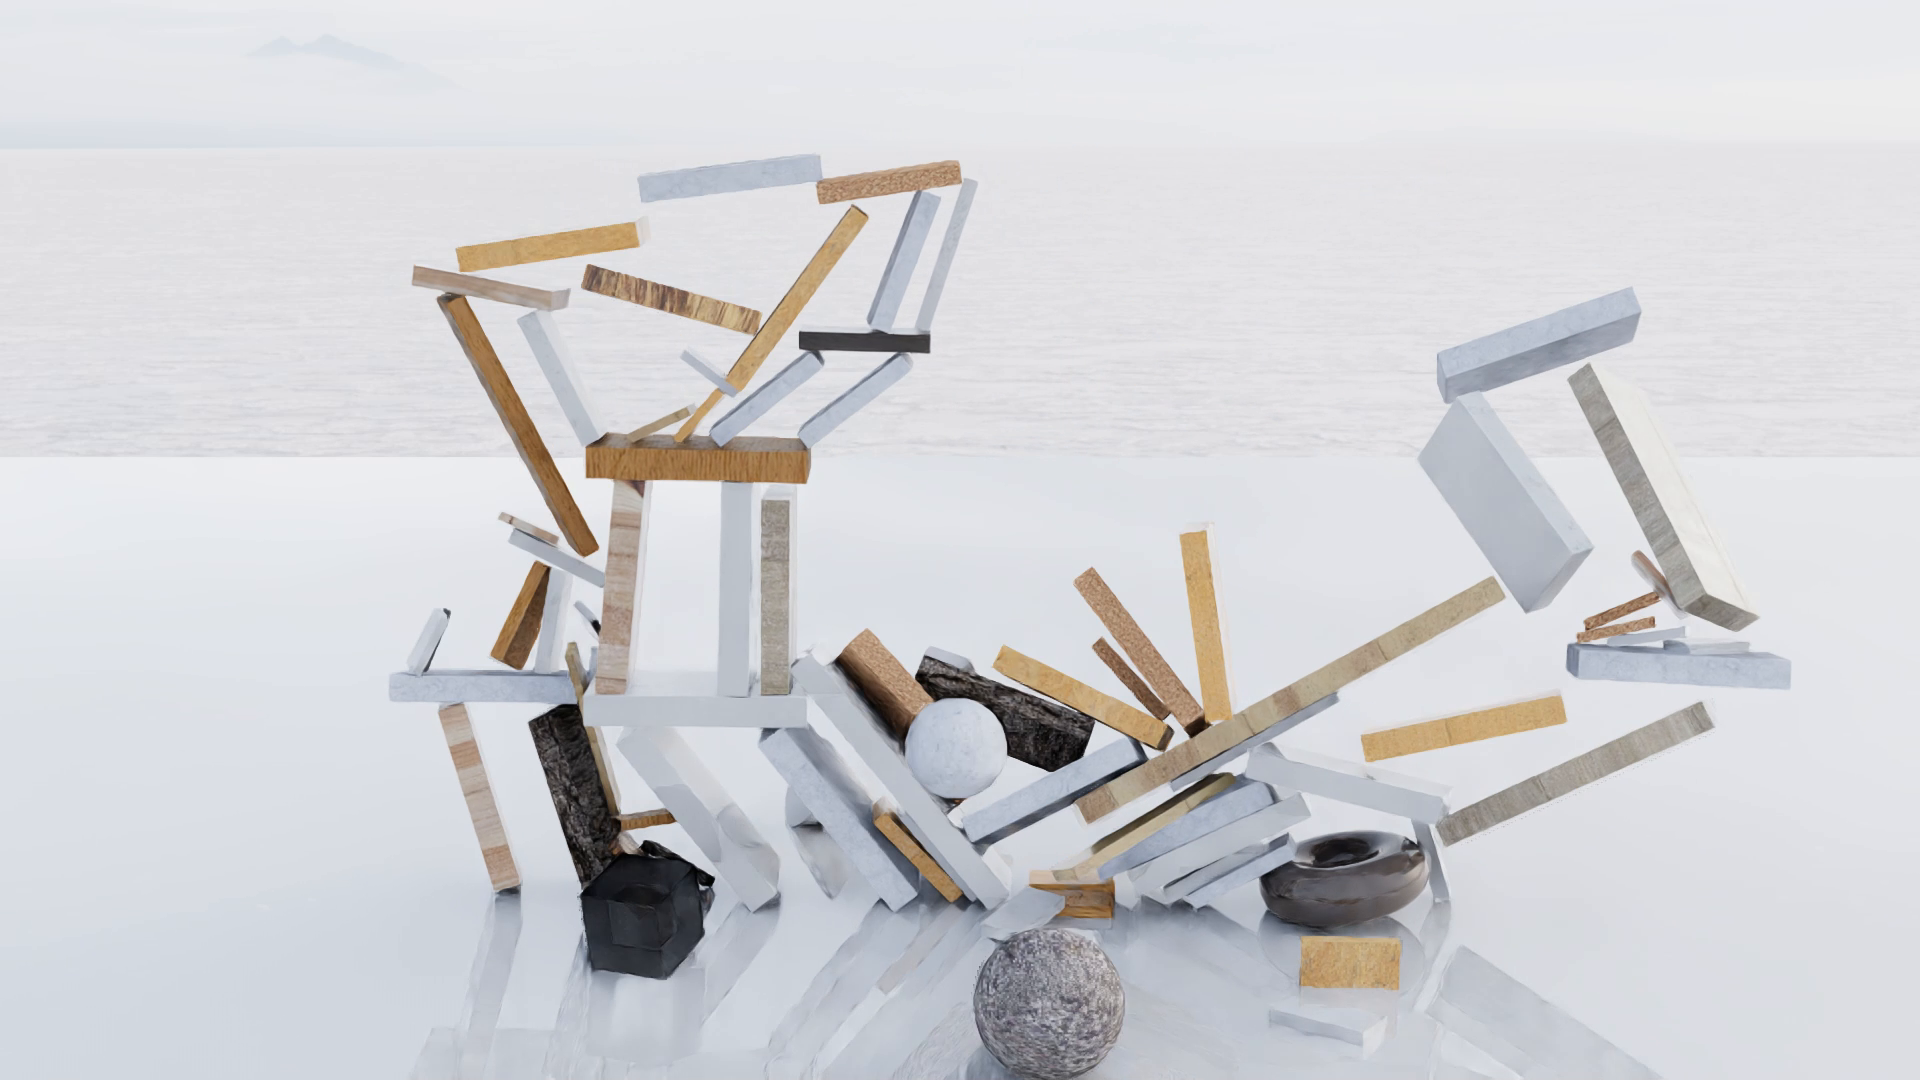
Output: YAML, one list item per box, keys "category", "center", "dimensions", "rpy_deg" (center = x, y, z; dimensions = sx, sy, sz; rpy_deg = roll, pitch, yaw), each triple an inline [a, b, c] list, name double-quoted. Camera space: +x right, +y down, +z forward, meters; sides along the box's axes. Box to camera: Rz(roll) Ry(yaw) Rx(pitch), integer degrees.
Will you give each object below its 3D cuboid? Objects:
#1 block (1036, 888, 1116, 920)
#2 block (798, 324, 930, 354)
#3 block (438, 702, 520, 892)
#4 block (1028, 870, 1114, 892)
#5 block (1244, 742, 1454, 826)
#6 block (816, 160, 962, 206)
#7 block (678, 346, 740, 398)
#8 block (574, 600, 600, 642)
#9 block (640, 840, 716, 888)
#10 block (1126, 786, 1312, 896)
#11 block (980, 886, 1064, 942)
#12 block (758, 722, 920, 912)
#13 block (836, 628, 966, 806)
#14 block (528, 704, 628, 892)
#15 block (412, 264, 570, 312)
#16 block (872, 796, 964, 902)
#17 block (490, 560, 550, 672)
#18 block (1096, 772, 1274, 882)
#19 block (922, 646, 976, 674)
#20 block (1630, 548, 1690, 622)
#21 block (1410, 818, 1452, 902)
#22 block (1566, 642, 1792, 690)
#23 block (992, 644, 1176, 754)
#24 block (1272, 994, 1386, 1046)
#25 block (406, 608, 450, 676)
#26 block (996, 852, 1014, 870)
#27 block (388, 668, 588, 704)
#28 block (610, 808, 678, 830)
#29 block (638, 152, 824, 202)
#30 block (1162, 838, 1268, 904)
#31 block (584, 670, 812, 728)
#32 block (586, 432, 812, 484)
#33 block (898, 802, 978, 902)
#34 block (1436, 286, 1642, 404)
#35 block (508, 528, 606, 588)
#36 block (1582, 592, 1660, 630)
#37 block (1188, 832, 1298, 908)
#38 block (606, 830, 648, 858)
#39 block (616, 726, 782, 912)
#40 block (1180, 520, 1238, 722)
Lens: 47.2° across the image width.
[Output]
- category: "block"
  center: [0.180, 0.594, 3.593]
  dimensions: [0.142, 0.020, 0.071]
  rpy_deg: [1, 11, 8]
- category: "block"
  center: [-0.151, -0.319, 3.496]
  dimensions: [0.207, 0.029, 0.103]
  rpy_deg: [2, 11, -2]
- category: "block"
  center: [-0.800, 0.421, 3.666]
  dimensions: [0.044, 0.310, 0.155]
  rpy_deg: [-17, 4, -11]
- category: "block"
  center: [0.187, 0.576, 3.691]
  dimensions: [0.142, 0.020, 0.071]
  rpy_deg: [0, 11, 0]
- category: "block"
  center: [0.625, 0.387, 3.519]
  dimensions: [0.309, 0.044, 0.154]
  rpy_deg: [13, 4, 19]
- category: "block"
  center: [-0.112, -0.564, 3.462]
  dimensions: [0.226, 0.032, 0.113]
  rpy_deg: [-8, 13, 0]
- category: "block"
  center: [-0.397, -0.268, 3.507]
  dimensions: [0.108, 0.015, 0.054]
  rpy_deg: [37, 9, -6]
- category: "block"
  center: [-0.611, 0.139, 3.653]
  dimensions: [0.014, 0.095, 0.048]
  rpy_deg: [-40, 65, -16]
- category: "block"
  center: [-0.473, 0.542, 3.689]
  dimensions: [0.123, 0.017, 0.062]
  rpy_deg: [28, -6, 18]
- category: "block"
  center: [0.425, 0.486, 3.609]
  dimensions: [0.309, 0.044, 0.154]
  rpy_deg: [-26, -1, 8]
- category: "block"
  center: [0.101, 0.599, 3.506]
  dimensions: [0.071, 0.020, 0.142]
  rpy_deg: [10, 22, 32]
- category: "block"
  center: [-0.196, 0.437, 3.638]
  dimensions: [0.050, 0.356, 0.178]
  rpy_deg: [-37, 8, 6]
- category: "block"
  center: [-0.081, 0.298, 3.657]
  dimensions: [0.045, 0.318, 0.159]
  rpy_deg: [-41, -4, -23]
- category: "block"
  center: [-0.624, 0.430, 3.661]
  dimensions: [0.044, 0.311, 0.155]
  rpy_deg: [-17, 3, 11]
- category: "block"
  center: [-0.741, -0.401, 3.484]
  dimensions: [0.223, 0.032, 0.112]
  rpy_deg: [11, 9, 3]
- category: "block"
  center: [-0.071, 0.513, 3.652]
  dimensions: [0.027, 0.190, 0.095]
  rpy_deg: [-42, 10, 5]
- category: "block"
  center: [-0.724, 0.128, 3.689]
  dimensions: [0.025, 0.176, 0.088]
  rpy_deg: [22, -10, 15]
- category: "block"
  center: [0.369, 0.465, 3.628]
  dimensions: [0.309, 0.044, 0.154]
  rpy_deg: [-26, -1, 9]
- category: "block"
  center: [0.000, 0.250, 3.729]
  dimensions: [0.084, 0.168, 0.024]
  rpy_deg: [17, 58, 31]
- category: "block"
  center: [1.113, 0.071, 3.495]
  dimensions: [0.017, 0.119, 0.059]
  rpy_deg: [-38, -25, 3]
- category: "block"
  center: [0.771, 0.499, 3.623]
  dimensions: [0.026, 0.184, 0.092]
  rpy_deg: [-17, -5, 13]
- category: "block"
  center: [1.124, 0.197, 3.453]
  dimensions: [0.314, 0.044, 0.157]
  rpy_deg: [3, 2, 8]
- category: "block"
  center: [0.208, 0.267, 3.676]
  dimensions: [0.303, 0.043, 0.152]
  rpy_deg: [26, -4, 13]
- category: "block"
  center: [0.523, 0.681, 3.124]
  dimensions: [0.144, 0.020, 0.072]
  rpy_deg: [8, 13, 36]
- category: "block"
  center: [-0.876, 0.167, 3.620]
  dimensions: [0.015, 0.105, 0.053]
  rpy_deg: [26, 4, -29]
- category: "block"
  center: [-0.014, 0.538, 3.788]
  dimensions: [0.190, 0.027, 0.095]
  rpy_deg: [6, -9, 28]
- category: "block"
  center: [-0.779, 0.244, 3.682]
  dimensions: [0.310, 0.044, 0.155]
  rpy_deg: [0, 0, 3]
- category: "block"
  center: [-0.515, 0.465, 3.672]
  dimensions: [0.123, 0.017, 0.062]
  rpy_deg: [-6, 2, -25]
- category: "block"
  center: [-0.362, -0.570, 3.457]
  dimensions: [0.283, 0.040, 0.141]
  rpy_deg: [-8, 12, -6]
- category: "block"
  center: [0.419, 0.535, 3.612]
  dimensions: [0.184, 0.026, 0.092]
  rpy_deg: [-30, -1, 10]
- category: "block"
  center: [-0.425, 0.258, 3.602]
  dimensions: [0.356, 0.050, 0.178]
  rpy_deg: [1, 10, -1]
- category: "block"
  center: [-0.415, -0.132, 3.531]
  dimensions: [0.346, 0.049, 0.173]
  rpy_deg: [1, 10, -2]
- category: "block"
  center: [-0.032, 0.508, 3.654]
  dimensions: [0.027, 0.190, 0.095]
  rpy_deg: [-39, 10, 4]
- category: "block"
  center: [0.985, -0.330, 3.761]
  dimensions: [0.337, 0.048, 0.168]
  rpy_deg: [-19, -16, 7]
- category: "block"
  center: [-0.658, 0.031, 3.664]
  dimensions: [0.175, 0.025, 0.088]
  rpy_deg: [26, 1, 6]
- category: "block"
  center: [1.065, 0.115, 3.544]
  dimensions: [0.118, 0.017, 0.059]
  rpy_deg: [-23, -6, 8]
- category: "block"
  center: [0.462, 0.539, 3.588]
  dimensions: [0.184, 0.026, 0.092]
  rpy_deg: [-30, -1, 11]
- category: "block"
  center: [-0.534, 0.538, 3.658]
  dimensions: [0.017, 0.123, 0.062]
  rpy_deg: [-39, 5, 12]
- category: "block"
  center: [-0.429, 0.436, 3.636]
  dimensions: [0.050, 0.355, 0.178]
  rpy_deg: [-37, 10, 5]
- category: "block"
  center: [0.407, 0.130, 3.588]
  dimensions: [0.043, 0.307, 0.153]
  rpy_deg: [-7, 5, 12]
